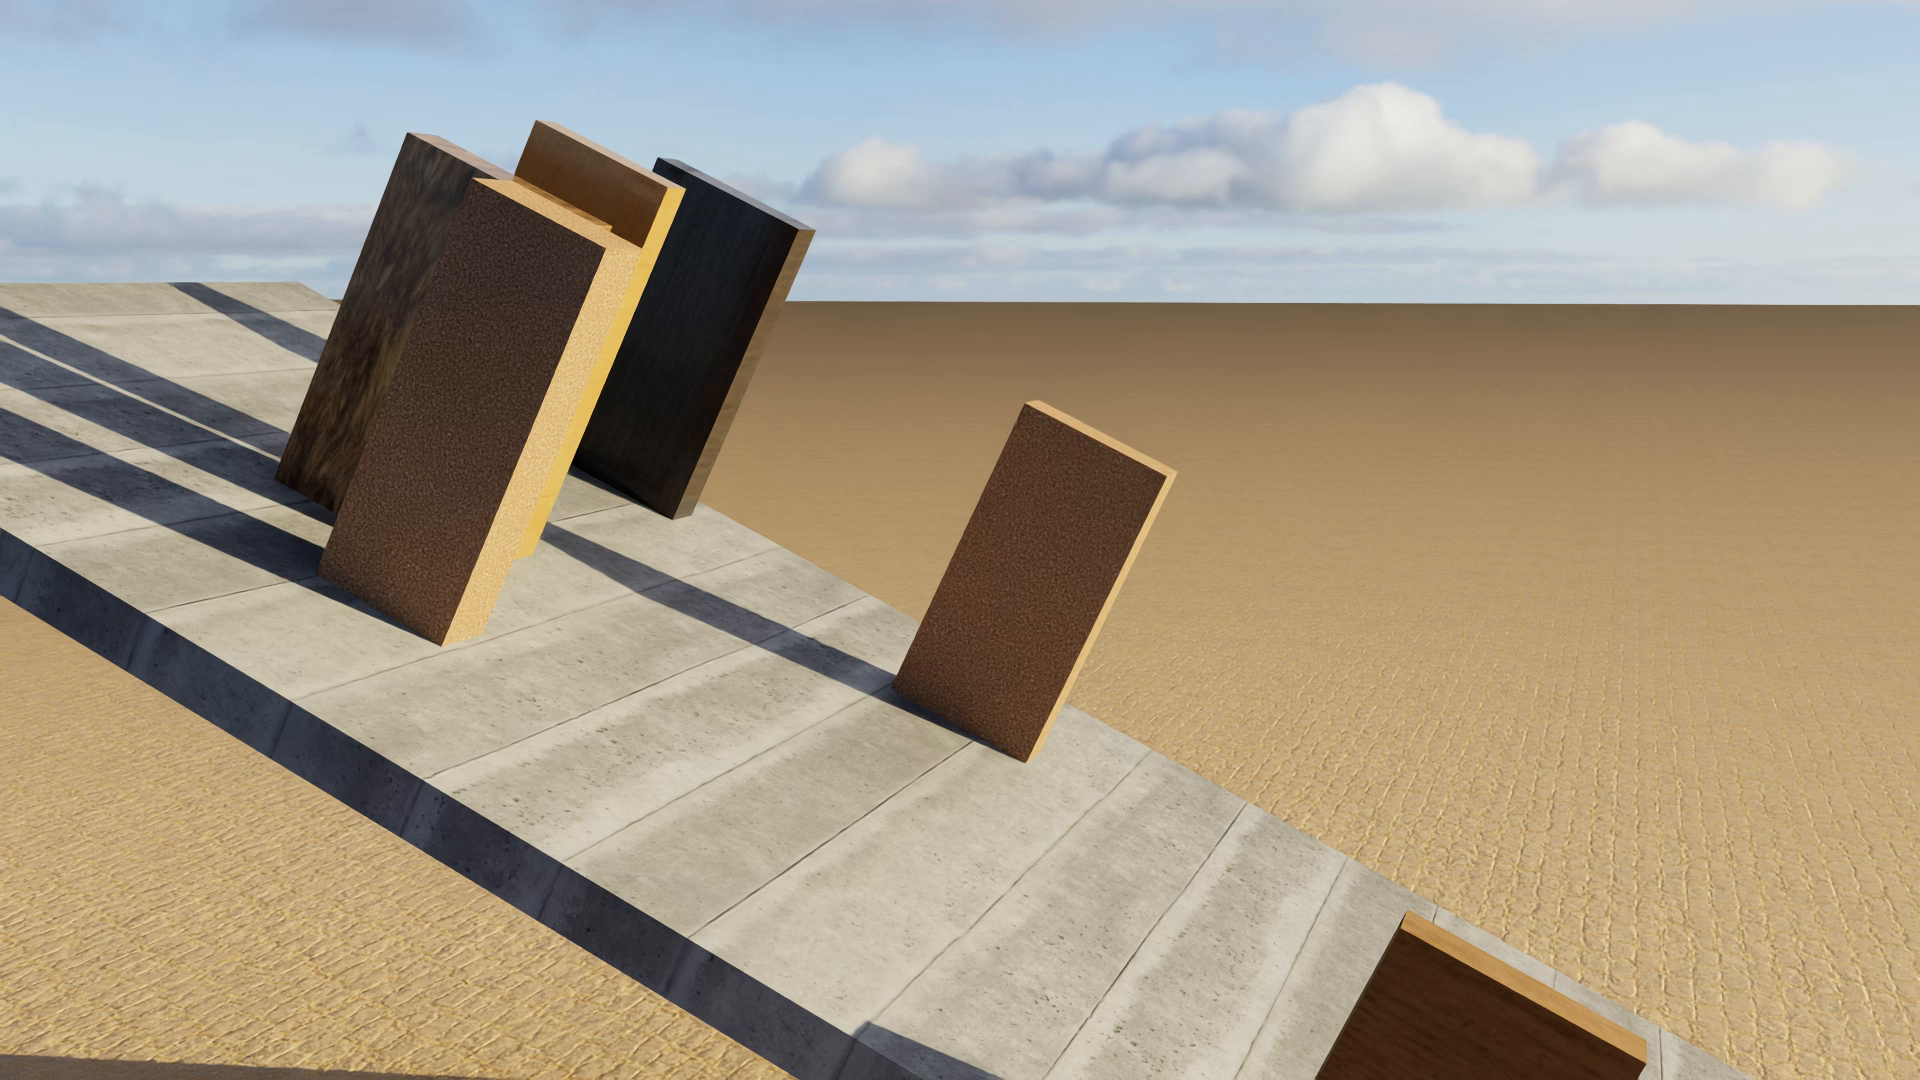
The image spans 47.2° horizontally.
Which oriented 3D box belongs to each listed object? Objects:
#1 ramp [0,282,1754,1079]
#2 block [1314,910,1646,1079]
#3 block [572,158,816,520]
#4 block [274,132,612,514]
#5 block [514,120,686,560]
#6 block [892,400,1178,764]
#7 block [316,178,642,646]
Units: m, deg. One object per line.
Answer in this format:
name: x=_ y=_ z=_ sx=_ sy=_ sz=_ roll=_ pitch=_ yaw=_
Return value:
ramp: x=-0.255 y=0.432 z=4.165 sx=4.000 sy=0.100 sz=2.000 roll=28 pitch=14 yaw=12
block: x=0.678 y=0.825 z=3.089 sx=0.365 sy=0.483 sz=0.095 roll=28 pitch=14 yaw=12
block: x=-0.653 y=-0.459 z=5.039 sx=0.375 sy=0.730 sz=0.108 roll=28 pitch=14 yaw=12
block: x=-0.968 y=-0.345 z=4.093 sx=0.392 sy=0.711 sz=0.108 roll=28 pitch=14 yaw=12
block: x=-0.833 y=-0.387 z=4.301 sx=0.303 sy=0.799 sz=0.082 roll=28 pitch=14 yaw=12
block: x=0.149 y=0.086 z=4.540 sx=0.327 sy=0.669 sz=0.107 roll=28 pitch=14 yaw=12
block: x=-0.829 y=-0.217 z=3.775 sx=0.271 sy=0.749 sz=0.141 roll=28 pitch=14 yaw=12
